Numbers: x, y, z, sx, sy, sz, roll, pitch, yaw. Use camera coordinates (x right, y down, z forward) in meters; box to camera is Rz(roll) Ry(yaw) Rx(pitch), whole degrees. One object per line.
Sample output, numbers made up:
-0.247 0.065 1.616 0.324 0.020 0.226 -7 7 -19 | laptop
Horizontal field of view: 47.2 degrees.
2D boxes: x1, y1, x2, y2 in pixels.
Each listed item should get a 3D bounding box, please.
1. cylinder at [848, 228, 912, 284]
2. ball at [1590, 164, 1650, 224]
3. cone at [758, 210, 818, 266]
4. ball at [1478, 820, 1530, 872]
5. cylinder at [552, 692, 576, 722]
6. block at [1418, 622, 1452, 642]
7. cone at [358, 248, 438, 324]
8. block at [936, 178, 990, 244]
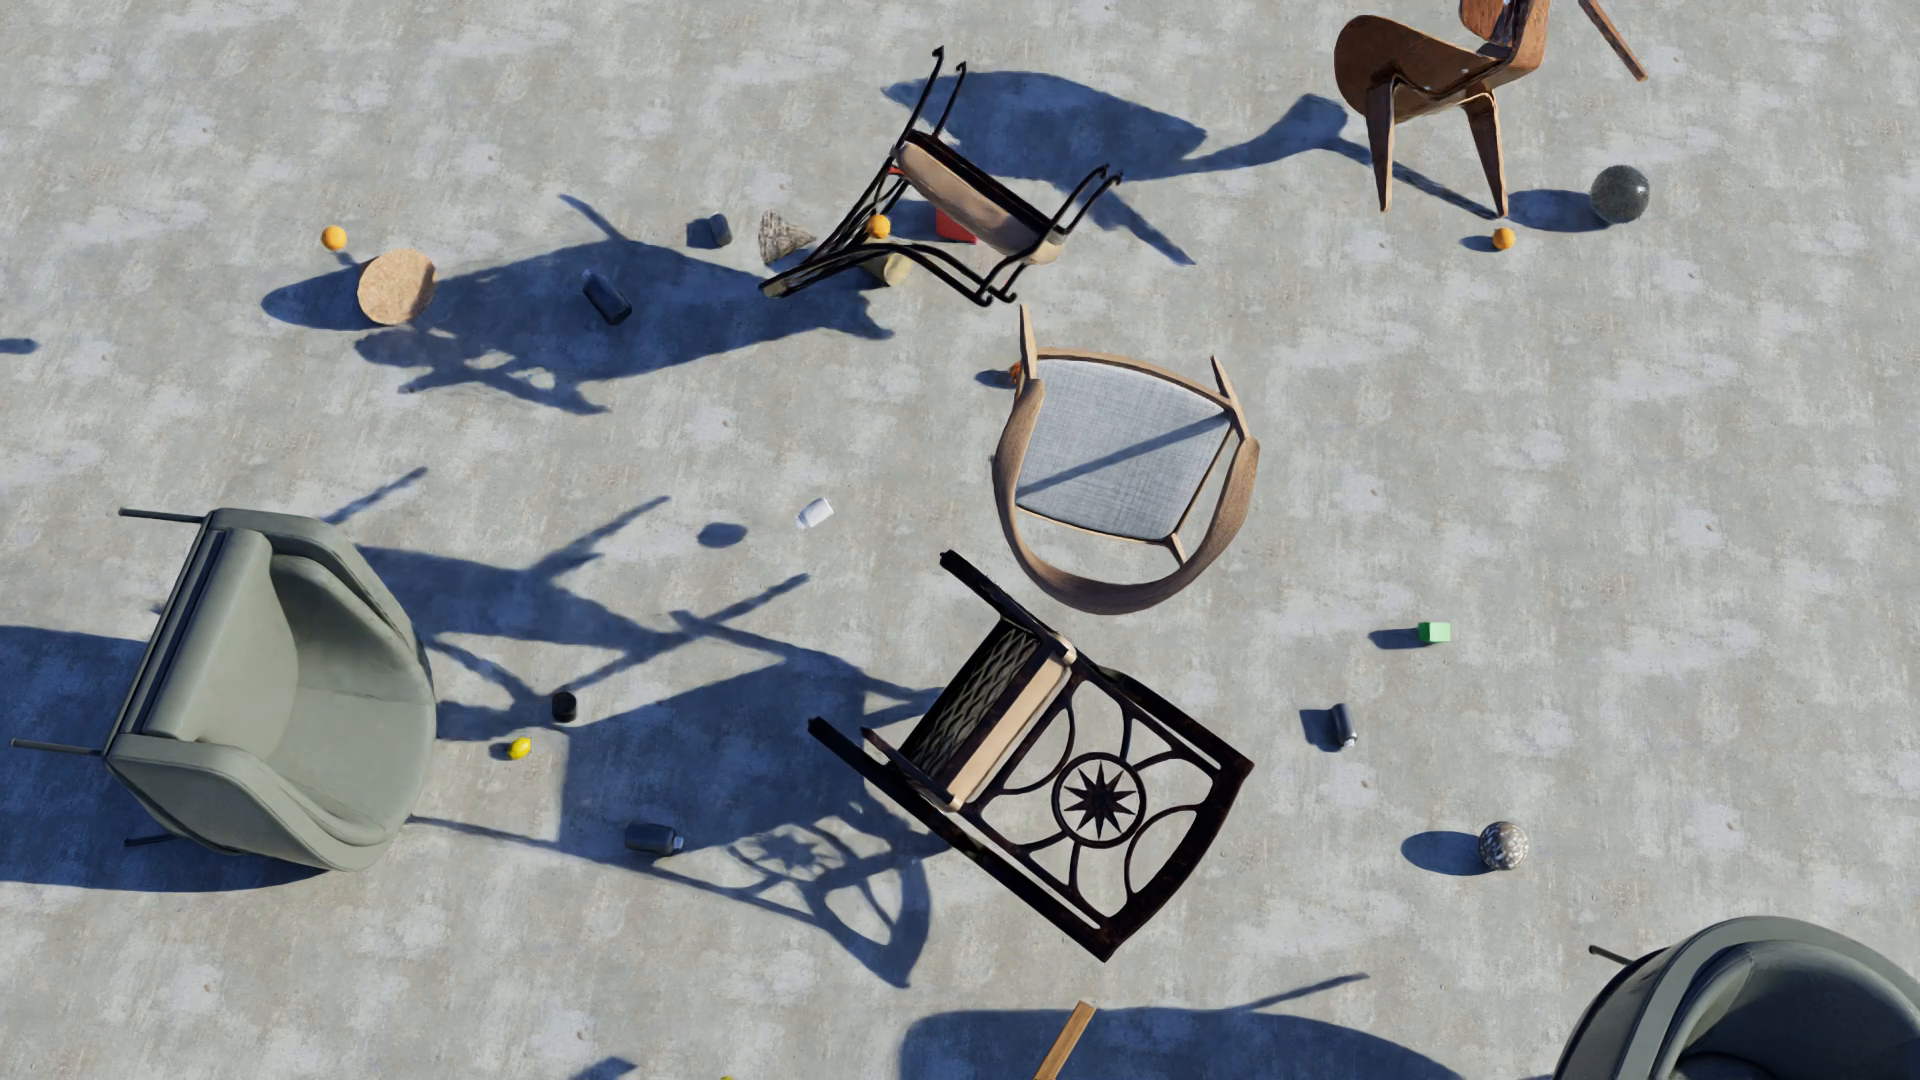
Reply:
-0.257 -0.915 7.089 0.148 0.180 0.128 33 97 20 | cylinder
2.167 -1.134 7.219 0.193 0.193 0.193 0 56 0 | ball
-0.484 -0.872 6.358 0.151 0.147 0.159 4 94 15 | cone
1.468 0.826 5.939 0.134 0.134 0.134 0 56 0 | ball
-1.117 0.473 6.212 0.069 0.064 0.064 21 55 4 | cylinder
1.369 0.266 6.338 0.076 0.050 0.054 4 84 -26 | block
-1.872 -0.853 7.079 0.273 0.242 0.283 -31 38 -27 | cone
0.010 -1.080 7.229 0.137 0.115 0.148 16 58 11 | block
